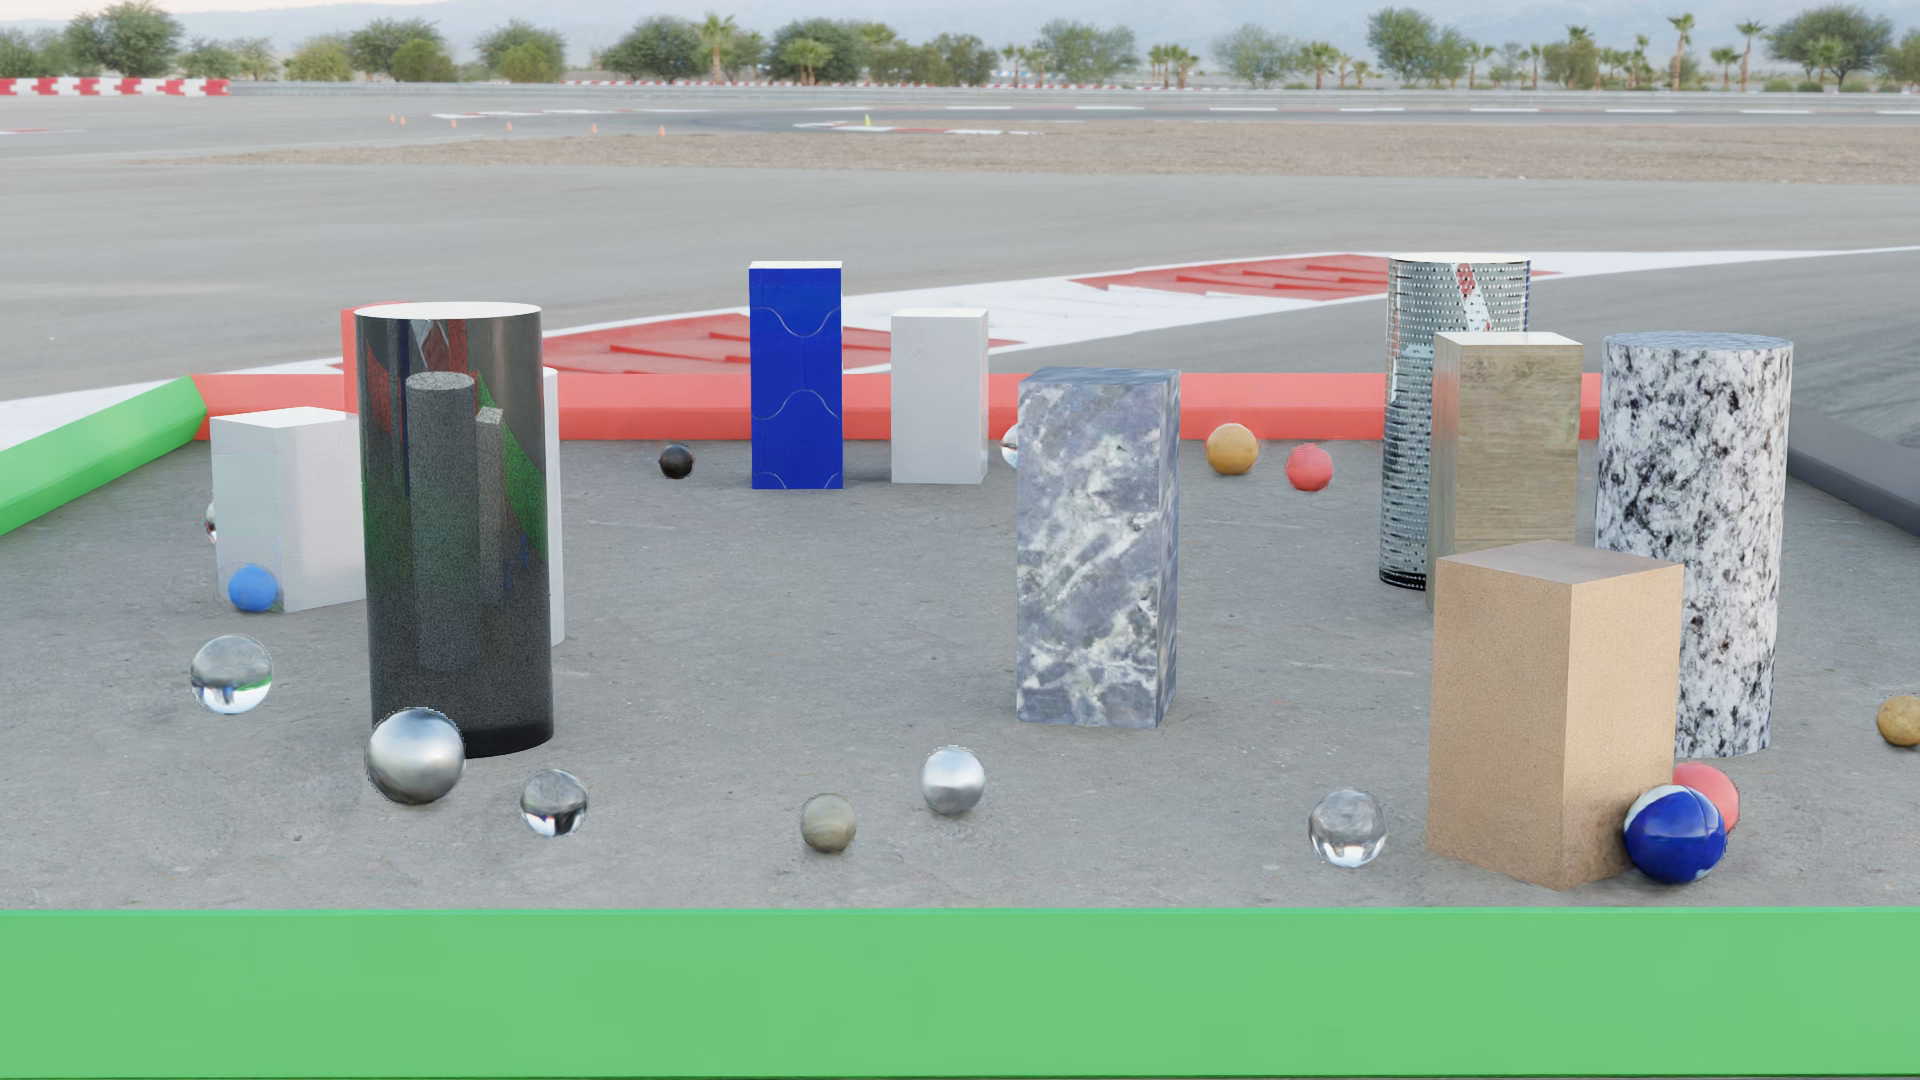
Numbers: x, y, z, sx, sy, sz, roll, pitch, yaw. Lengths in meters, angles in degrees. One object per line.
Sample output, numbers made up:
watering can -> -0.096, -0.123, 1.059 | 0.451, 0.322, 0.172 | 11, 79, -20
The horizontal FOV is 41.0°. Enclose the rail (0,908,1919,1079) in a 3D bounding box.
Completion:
rail -> 0.009, 0.324, 1.876 | 3.004, 0.128, 0.045 | 0, 10, 0

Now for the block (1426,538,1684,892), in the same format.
block -> 0.548, 0.156, 2.372 | 0.157, 0.279, 0.157 | -8, 13, -37

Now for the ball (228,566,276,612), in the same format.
ball -> -0.948, 0.066, 3.437 | 0.062, 0.062, 0.062 | 0, 10, 0

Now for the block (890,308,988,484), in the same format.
block -> -0.035, -0.259, 4.570 | 0.157, 0.294, 0.157 | 1, 11, 6

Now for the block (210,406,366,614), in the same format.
block -> -0.915, -0.045, 3.535 | 0.157, 0.251, 0.157 | 9, 14, 41

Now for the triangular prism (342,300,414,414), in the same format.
triangular prism -> -0.922, -0.216, 4.214 | 0.170, 0.341, 0.147 | -3, 11, -15

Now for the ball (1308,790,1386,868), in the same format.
ball -> 0.356, 0.265, 2.356 | 0.072, 0.072, 0.072 | 0, 10, 0

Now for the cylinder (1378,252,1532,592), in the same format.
cylinder -> 0.700, -0.170, 3.636 | 0.196, 0.460, 0.196 | 0, 10, 0

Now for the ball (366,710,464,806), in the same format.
ball -> -0.541, 0.216, 2.552 | 0.096, 0.096, 0.096 | 0, 10, 0

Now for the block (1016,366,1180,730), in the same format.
block -> 0.158, 0.005, 2.904 | 0.157, 0.383, 0.157 | 2, 11, 13

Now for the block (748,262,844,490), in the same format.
block -> -0.285, -0.291, 4.501 | 0.157, 0.383, 0.157 | 0, 11, -2

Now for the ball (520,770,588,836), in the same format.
ball -> -0.387, 0.251, 2.450 | 0.064, 0.064, 0.064 | 0, 10, 0

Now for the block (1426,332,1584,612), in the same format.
block -> 0.716, -0.080, 3.391 | 0.157, 0.373, 0.157 | 0, 11, -2

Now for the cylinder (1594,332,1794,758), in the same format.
cylinder -> 0.790, 0.000, 2.787 | 0.196, 0.435, 0.196 | 0, 10, 0

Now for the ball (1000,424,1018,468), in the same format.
ball -> 0.117, -0.170, 4.665 | 0.086, 0.086, 0.086 | 0, 10, 0

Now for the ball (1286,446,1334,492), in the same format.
ball -> 0.603, -0.122, 4.421 | 0.080, 0.080, 0.080 | 0, 10, 0

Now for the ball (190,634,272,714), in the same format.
ball -> -0.826, 0.153, 2.909 | 0.090, 0.090, 0.090 | 0, 10, 0

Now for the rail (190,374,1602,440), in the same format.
rail -> -0.009, -0.259, 5.022 | 3.004, 0.128, 0.045 | 0, 10, 0

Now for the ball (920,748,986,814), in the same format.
ball -> -0.007, 0.237, 2.522 | 0.065, 0.065, 0.065 | 0, 10, 0

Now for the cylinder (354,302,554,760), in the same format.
cylinder -> -0.545, -0.015, 2.777 | 0.196, 0.468, 0.196 | 0, 10, 0

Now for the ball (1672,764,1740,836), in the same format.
ball -> 0.695, 0.250, 2.421 | 0.078, 0.078, 0.078 | 0, 10, 0

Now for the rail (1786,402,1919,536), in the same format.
rail -> 1.478, 0.031, 3.457 | 0.045, 0.128, 3.248 | 0, 10, 0

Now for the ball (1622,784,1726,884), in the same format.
ball -> 0.643, 0.265, 2.308 | 0.089, 0.089, 0.089 | 0, 10, 0

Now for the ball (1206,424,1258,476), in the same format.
ball -> 0.487, -0.163, 4.601 | 0.094, 0.094, 0.094 | 0, 10, 0

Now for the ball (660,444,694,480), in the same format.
ball -> -0.505, -0.139, 4.563 | 0.061, 0.061, 0.061 | 0, 10, 0

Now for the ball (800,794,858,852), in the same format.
ball -> -0.123, 0.266, 2.401 | 0.054, 0.054, 0.054 | 0, 10, 0

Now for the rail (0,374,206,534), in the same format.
rail -> -1.478, 0.034, 3.441 | 0.045, 0.128, 3.248 | 0, 10, 0

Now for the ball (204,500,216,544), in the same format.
ball -> -1.100, -0.028, 3.888 | 0.088, 0.088, 0.088 | 0, 10, 0

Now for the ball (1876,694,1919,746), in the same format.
ball -> 1.021, 0.195, 2.773 | 0.057, 0.057, 0.057 | 0, 10, 0

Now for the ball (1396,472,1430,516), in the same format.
ball -> 0.748, -0.075, 4.185 | 0.074, 0.074, 0.074 | 0, 10, 0

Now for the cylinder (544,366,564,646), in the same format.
cylinder -> -0.606, -0.041, 3.262 | 0.196, 0.344, 0.196 | 0, 10, 0
